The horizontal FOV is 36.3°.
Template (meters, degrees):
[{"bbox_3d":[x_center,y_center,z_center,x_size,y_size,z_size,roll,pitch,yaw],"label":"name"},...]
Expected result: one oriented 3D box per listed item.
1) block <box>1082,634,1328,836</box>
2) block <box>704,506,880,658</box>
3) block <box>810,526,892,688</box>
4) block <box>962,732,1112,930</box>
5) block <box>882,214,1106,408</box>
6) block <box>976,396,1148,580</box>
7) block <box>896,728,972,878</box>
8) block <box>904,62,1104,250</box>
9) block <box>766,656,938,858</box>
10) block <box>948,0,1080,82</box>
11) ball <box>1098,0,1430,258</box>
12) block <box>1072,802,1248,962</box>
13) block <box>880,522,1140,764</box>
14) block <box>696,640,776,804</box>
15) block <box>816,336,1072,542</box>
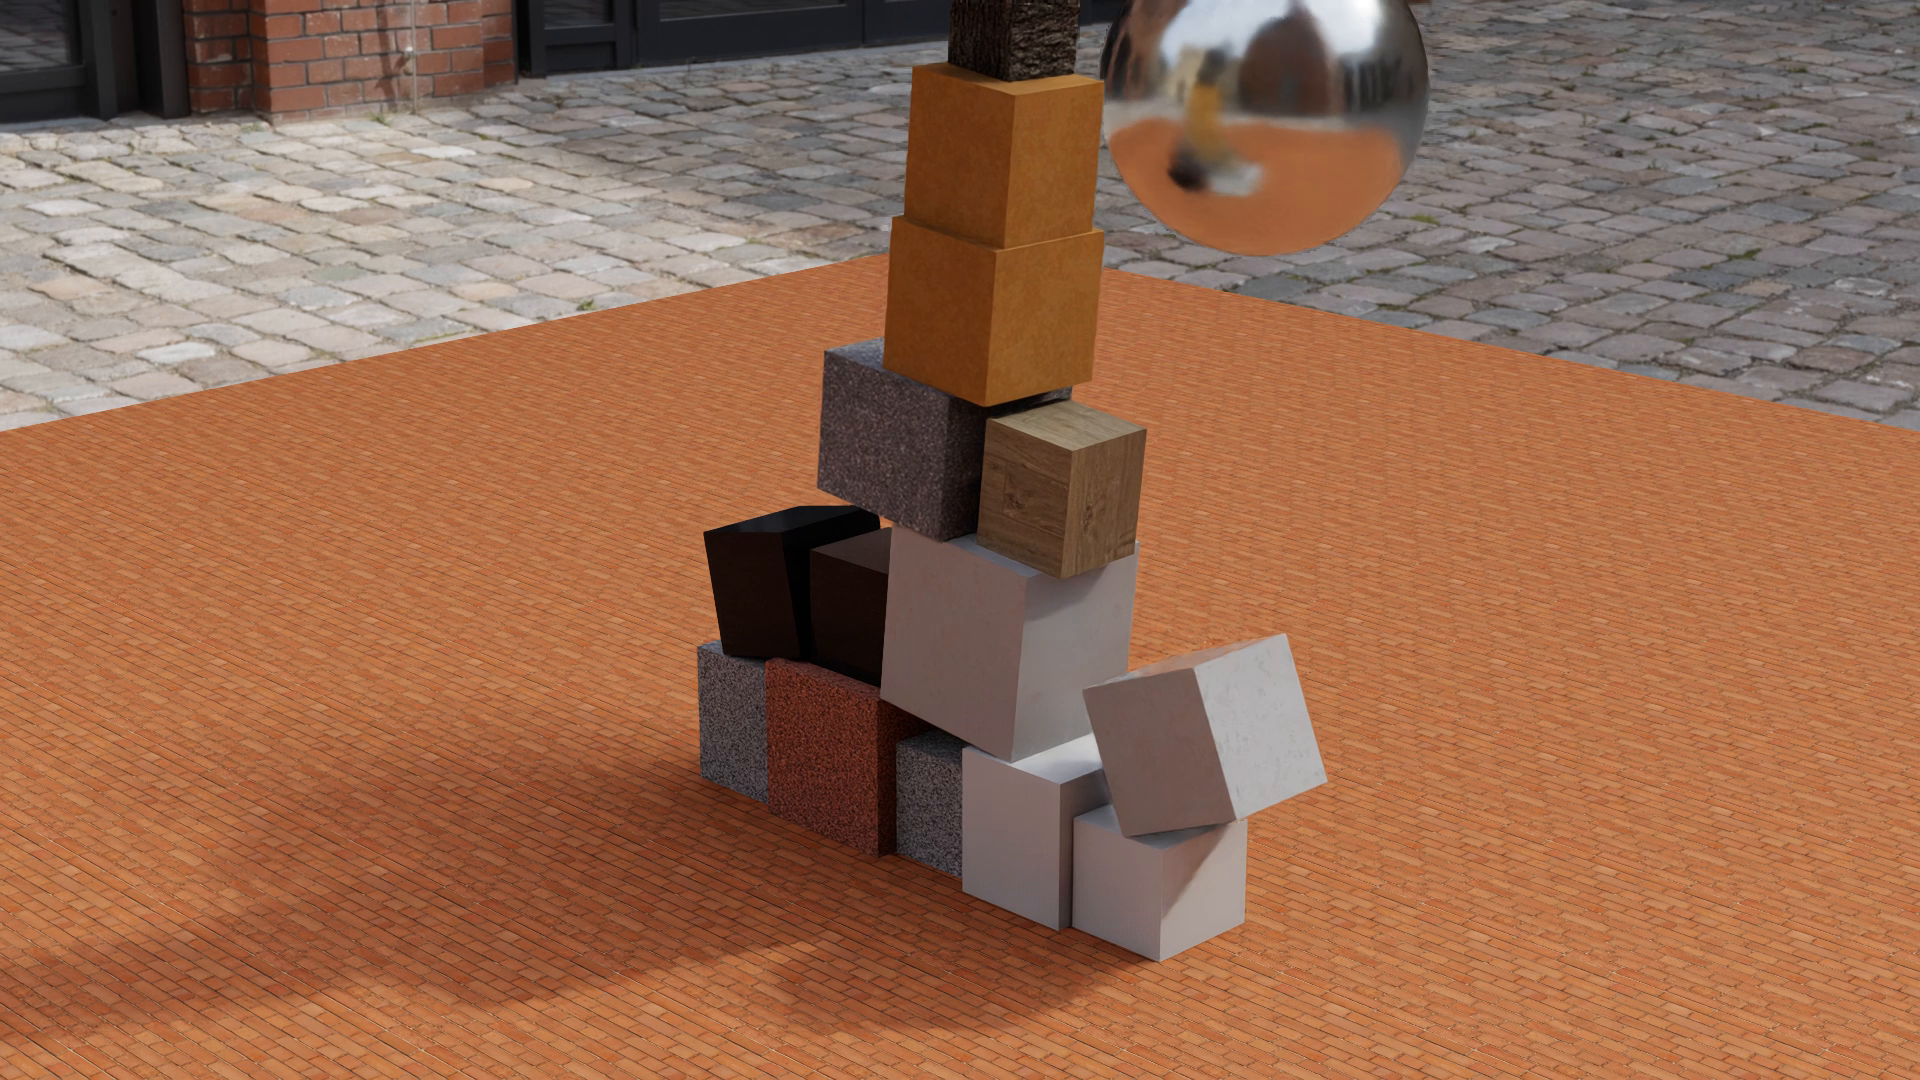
[{"bbox_3d":[1.042,0.834,12.522,0.600,0.658,0.678,-17,1,-42],"label":"block"},{"bbox_3d":[-0.776,0.194,14.225,0.626,0.608,0.580,-17,12,-42],"label":"block"},{"bbox_3d":[-0.326,0.319,13.786,0.513,0.568,0.555,-17,24,-42],"label":"block"},{"bbox_3d":[0.478,1.247,13.221,0.723,0.693,0.595,-17,24,-42],"label":"block"},{"bbox_3d":[0.144,-1.054,12.860,0.668,0.687,0.645,-16,29,-42],"label":"block"},{"bbox_3d":[0.441,-0.232,12.797,0.496,0.590,0.491,23,28,38],"label":"block"},{"bbox_3d":[0.070,1.198,13.619,0.517,0.548,0.518,-17,24,-42],"label":"block"},{"bbox_3d":[0.185,-1.680,12.618,0.545,0.659,0.616,-16,29,-42],"label":"block"},{"bbox_3d":[-0.387,0.948,14.031,0.752,0.778,0.770,-17,24,-42],"label":"block"},{"bbox_3d":[0.232,-2.219,12.527,0.378,0.416,0.395,-14,28,-39],"label":"block"},{"bbox_3d":[1.467,-2.174,14.196,1.600,1.600,1.600,0,17,0],"label":"ball"},{"bbox_3d":[0.876,1.452,12.866,0.566,0.515,0.513,-17,24,-42],"label":"block"},{"bbox_3d":[0.219,0.366,13.251,0.727,0.887,0.839,-17,30,-42],"label":"block"},{"bbox_3d":[-0.858,0.842,14.513,0.651,0.691,0.572,-17,24,-42],"label":"block"},{"bbox_3d":[-0.072,-0.503,13.273,0.781,0.664,0.807,-16,29,-42],"label":"block"}]
